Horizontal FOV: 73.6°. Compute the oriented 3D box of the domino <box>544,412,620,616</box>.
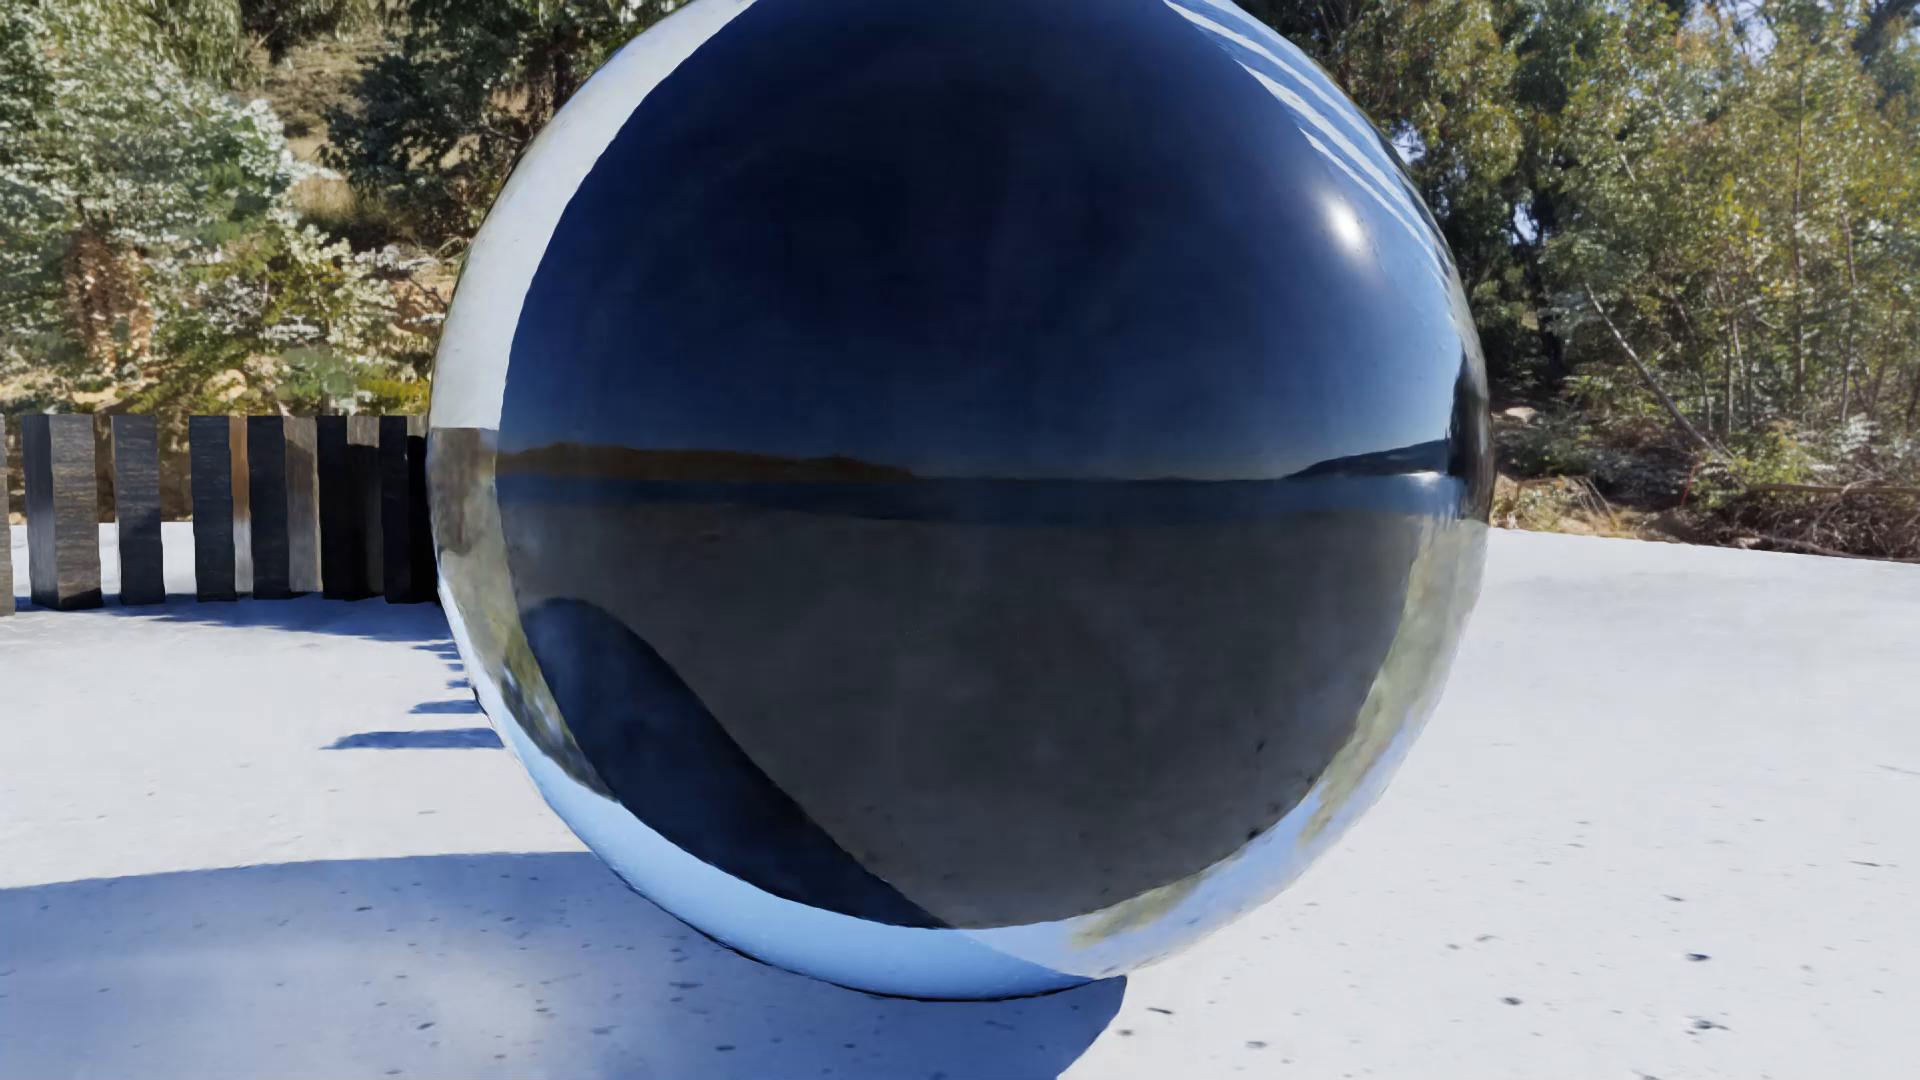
[{"bbox_3d":[-0.094,-0.007,0.328,0.010,0.050,0.025,2,5,20],"label":"domino"}]

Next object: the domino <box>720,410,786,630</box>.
[{"bbox_3d":[-0.044,-0.005,0.305,0.009,0.050,0.025,3,5,34],"label":"domino"}]

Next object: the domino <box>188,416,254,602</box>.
[{"bbox_3d":[-0.205,-0.009,0.357,0.009,0.050,0.025,-1,5,-19],"label":"domino"}]

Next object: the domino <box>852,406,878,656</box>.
[{"bbox_3d":[-0.009,-0.002,0.265,0.025,0.050,0.010,-2,5,-25],"label":"domino"}]

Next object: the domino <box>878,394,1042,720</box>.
[{"bbox_3d":[0.000,0.002,0.201,0.025,0.050,0.010,0,4,0],"label":"domino"}]

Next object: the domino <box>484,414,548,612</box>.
[{"bbox_3d":[-0.110,-0.008,0.336,0.009,0.050,0.025,2,5,29],"label":"domino"}]

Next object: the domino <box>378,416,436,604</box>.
[{"bbox_3d":[-0.146,-0.009,0.353,0.009,0.050,0.025,2,5,21],"label":"domino"}]

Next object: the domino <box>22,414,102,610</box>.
[{"bbox_3d":[-0.236,-0.008,0.337,0.025,0.050,0.009,4,6,41],"label":"domino"}]

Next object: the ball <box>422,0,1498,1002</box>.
[{"bbox_3d":[0.000,-0.005,0.103,0.080,0.080,0.080,0,4,0],"label":"ball"}]

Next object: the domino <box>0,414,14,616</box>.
[{"bbox_3d":[-0.248,-0.006,0.318,0.025,0.050,0.009,2,5,25],"label":"domino"}]

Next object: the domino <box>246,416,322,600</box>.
[{"bbox_3d":[-0.189,-0.010,0.361,0.009,0.050,0.025,-1,4,-7],"label":"domino"}]

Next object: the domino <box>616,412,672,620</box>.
[{"bbox_3d":[-0.074,-0.007,0.321,0.010,0.050,0.025,2,5,20],"label":"domino"}]

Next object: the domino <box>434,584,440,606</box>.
[{"bbox_3d":[-0.129,-0.008,0.346,0.009,0.050,0.025,2,5,26],"label":"domino"}]

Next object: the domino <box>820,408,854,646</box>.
[{"bbox_3d":[-0.017,-0.003,0.280,0.025,0.050,0.010,-3,5,-35],"label":"domino"}]

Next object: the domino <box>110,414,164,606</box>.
[{"bbox_3d":[-0.223,-0.009,0.348,0.010,0.050,0.025,-3,5,-35],"label":"domino"}]

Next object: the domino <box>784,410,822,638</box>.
[{"bbox_3d":[-0.027,-0.004,0.291,0.010,0.050,0.025,4,6,44],"label":"domino"}]

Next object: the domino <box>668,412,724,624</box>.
[{"bbox_3d":[-0.059,-0.006,0.314,0.009,0.050,0.025,2,5,30],"label":"domino"}]

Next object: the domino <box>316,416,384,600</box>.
[{"bbox_3d":[-0.166,-0.009,0.359,0.009,0.050,0.025,1,4,13],"label":"domino"}]
